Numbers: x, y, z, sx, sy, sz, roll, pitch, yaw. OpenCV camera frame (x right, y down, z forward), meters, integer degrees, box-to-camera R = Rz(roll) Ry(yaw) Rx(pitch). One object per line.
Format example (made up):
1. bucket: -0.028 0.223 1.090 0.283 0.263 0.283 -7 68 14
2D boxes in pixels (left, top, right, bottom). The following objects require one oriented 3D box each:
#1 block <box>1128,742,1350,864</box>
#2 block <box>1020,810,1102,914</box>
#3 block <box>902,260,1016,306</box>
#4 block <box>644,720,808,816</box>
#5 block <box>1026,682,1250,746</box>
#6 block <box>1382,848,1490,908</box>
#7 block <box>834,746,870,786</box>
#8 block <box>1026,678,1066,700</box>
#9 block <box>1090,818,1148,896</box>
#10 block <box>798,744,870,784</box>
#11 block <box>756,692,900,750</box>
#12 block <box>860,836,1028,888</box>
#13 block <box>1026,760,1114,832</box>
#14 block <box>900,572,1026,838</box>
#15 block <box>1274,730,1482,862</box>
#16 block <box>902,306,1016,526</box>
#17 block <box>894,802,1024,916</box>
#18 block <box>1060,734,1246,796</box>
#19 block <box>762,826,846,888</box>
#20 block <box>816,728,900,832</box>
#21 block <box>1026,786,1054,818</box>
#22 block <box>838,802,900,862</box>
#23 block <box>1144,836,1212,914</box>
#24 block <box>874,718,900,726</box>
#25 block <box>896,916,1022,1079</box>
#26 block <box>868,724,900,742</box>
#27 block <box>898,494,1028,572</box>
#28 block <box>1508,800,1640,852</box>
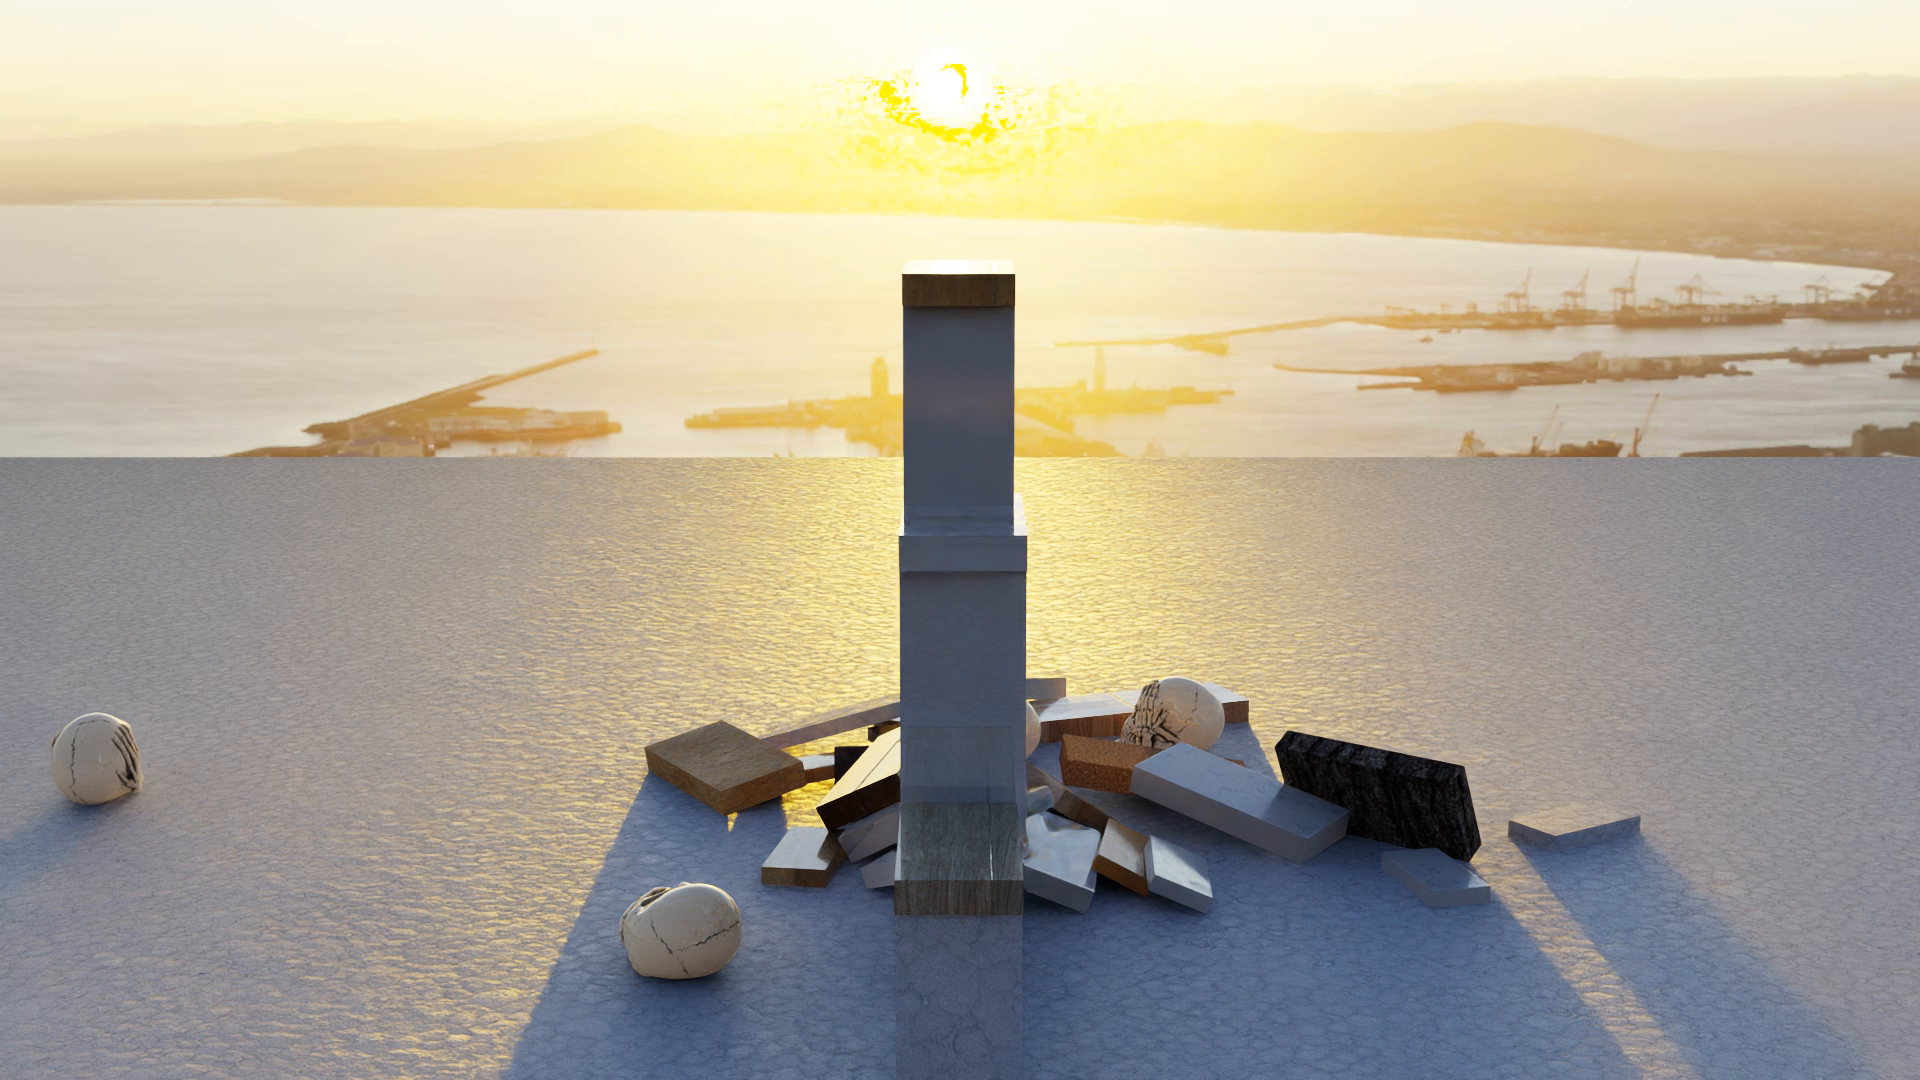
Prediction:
1. block: 0.503 0.470 3.965 0.354 0.050 0.177 21 22 30
2. block: 0.159 0.534 3.709 0.143 0.041 0.286 21 14 1
3. block: -0.001 -0.357 3.044 0.150 0.042 0.300 0 11 0
4. block: -0.458 0.438 4.265 0.175 0.050 0.350 -18 18 -28
5. block: 0.334 0.372 4.715 0.553 0.047 0.167 -4 11 -21
6. block: 0.800 0.568 3.709 0.102 0.029 0.204 -2 11 -13
7. block: -0.144 0.444 4.213 0.193 0.096 0.027 0 -32 -3
8. block: 0.078 0.321 4.748 0.166 0.047 0.333 -2 -4 31
9. block: 0.284 0.539 3.748 0.102 0.029 0.204 27 13 3
10. block: -0.269 0.443 4.291 0.193 0.027 0.096 -11 11 0
11. block: -0.253 0.371 4.490 0.331 0.031 0.110 -16 7 14
12. block: -0.027 0.524 3.654 0.259 0.037 0.130 -16 4 39
13. block: 0.178 0.466 4.015 0.143 0.041 0.286 35 -3 -23
14. block: 0.004 0.218 3.011 0.171 0.380 0.049 0 11 0
15. block: 0.741 0.453 3.911 0.354 0.177 0.050 9 40 40
16. block: -0.002 -0.171 2.978 0.150 0.300 0.042 0 11 0
17. block: -0.001 0.406 2.824 0.157 0.044 0.313 0 11 0
18. block: 0.371 0.442 4.180 0.354 0.050 0.177 9 10 -2
19. block: -0.263 0.548 3.810 0.110 0.031 0.220 2 11 9
20. block: -0.121 0.411 4.016 0.175 0.050 0.350 -25 7 23
21. block: 0.035 0.461 3.660 0.130 0.037 0.259 -14 -2 33
22. block: -0.073 0.449 3.972 0.175 0.050 0.403 -27 6 22
23. block: 0.363 0.556 3.671 0.102 0.029 0.204 22 11 -1
24. block: -0.112 0.364 4.557 0.089 0.025 0.177 3 11 13
25. block: -0.001 0.601 2.754 0.157 0.313 0.044 0 11 0
26. block: -0.113 0.401 4.358 0.089 0.025 0.177 -4 11 -21
27. block: 0.004 -0.014 3.085 0.171 0.049 0.343 0 11 0
28. block: 1.112 0.517 3.977 0.221 0.031 0.110 -7 12 -32
